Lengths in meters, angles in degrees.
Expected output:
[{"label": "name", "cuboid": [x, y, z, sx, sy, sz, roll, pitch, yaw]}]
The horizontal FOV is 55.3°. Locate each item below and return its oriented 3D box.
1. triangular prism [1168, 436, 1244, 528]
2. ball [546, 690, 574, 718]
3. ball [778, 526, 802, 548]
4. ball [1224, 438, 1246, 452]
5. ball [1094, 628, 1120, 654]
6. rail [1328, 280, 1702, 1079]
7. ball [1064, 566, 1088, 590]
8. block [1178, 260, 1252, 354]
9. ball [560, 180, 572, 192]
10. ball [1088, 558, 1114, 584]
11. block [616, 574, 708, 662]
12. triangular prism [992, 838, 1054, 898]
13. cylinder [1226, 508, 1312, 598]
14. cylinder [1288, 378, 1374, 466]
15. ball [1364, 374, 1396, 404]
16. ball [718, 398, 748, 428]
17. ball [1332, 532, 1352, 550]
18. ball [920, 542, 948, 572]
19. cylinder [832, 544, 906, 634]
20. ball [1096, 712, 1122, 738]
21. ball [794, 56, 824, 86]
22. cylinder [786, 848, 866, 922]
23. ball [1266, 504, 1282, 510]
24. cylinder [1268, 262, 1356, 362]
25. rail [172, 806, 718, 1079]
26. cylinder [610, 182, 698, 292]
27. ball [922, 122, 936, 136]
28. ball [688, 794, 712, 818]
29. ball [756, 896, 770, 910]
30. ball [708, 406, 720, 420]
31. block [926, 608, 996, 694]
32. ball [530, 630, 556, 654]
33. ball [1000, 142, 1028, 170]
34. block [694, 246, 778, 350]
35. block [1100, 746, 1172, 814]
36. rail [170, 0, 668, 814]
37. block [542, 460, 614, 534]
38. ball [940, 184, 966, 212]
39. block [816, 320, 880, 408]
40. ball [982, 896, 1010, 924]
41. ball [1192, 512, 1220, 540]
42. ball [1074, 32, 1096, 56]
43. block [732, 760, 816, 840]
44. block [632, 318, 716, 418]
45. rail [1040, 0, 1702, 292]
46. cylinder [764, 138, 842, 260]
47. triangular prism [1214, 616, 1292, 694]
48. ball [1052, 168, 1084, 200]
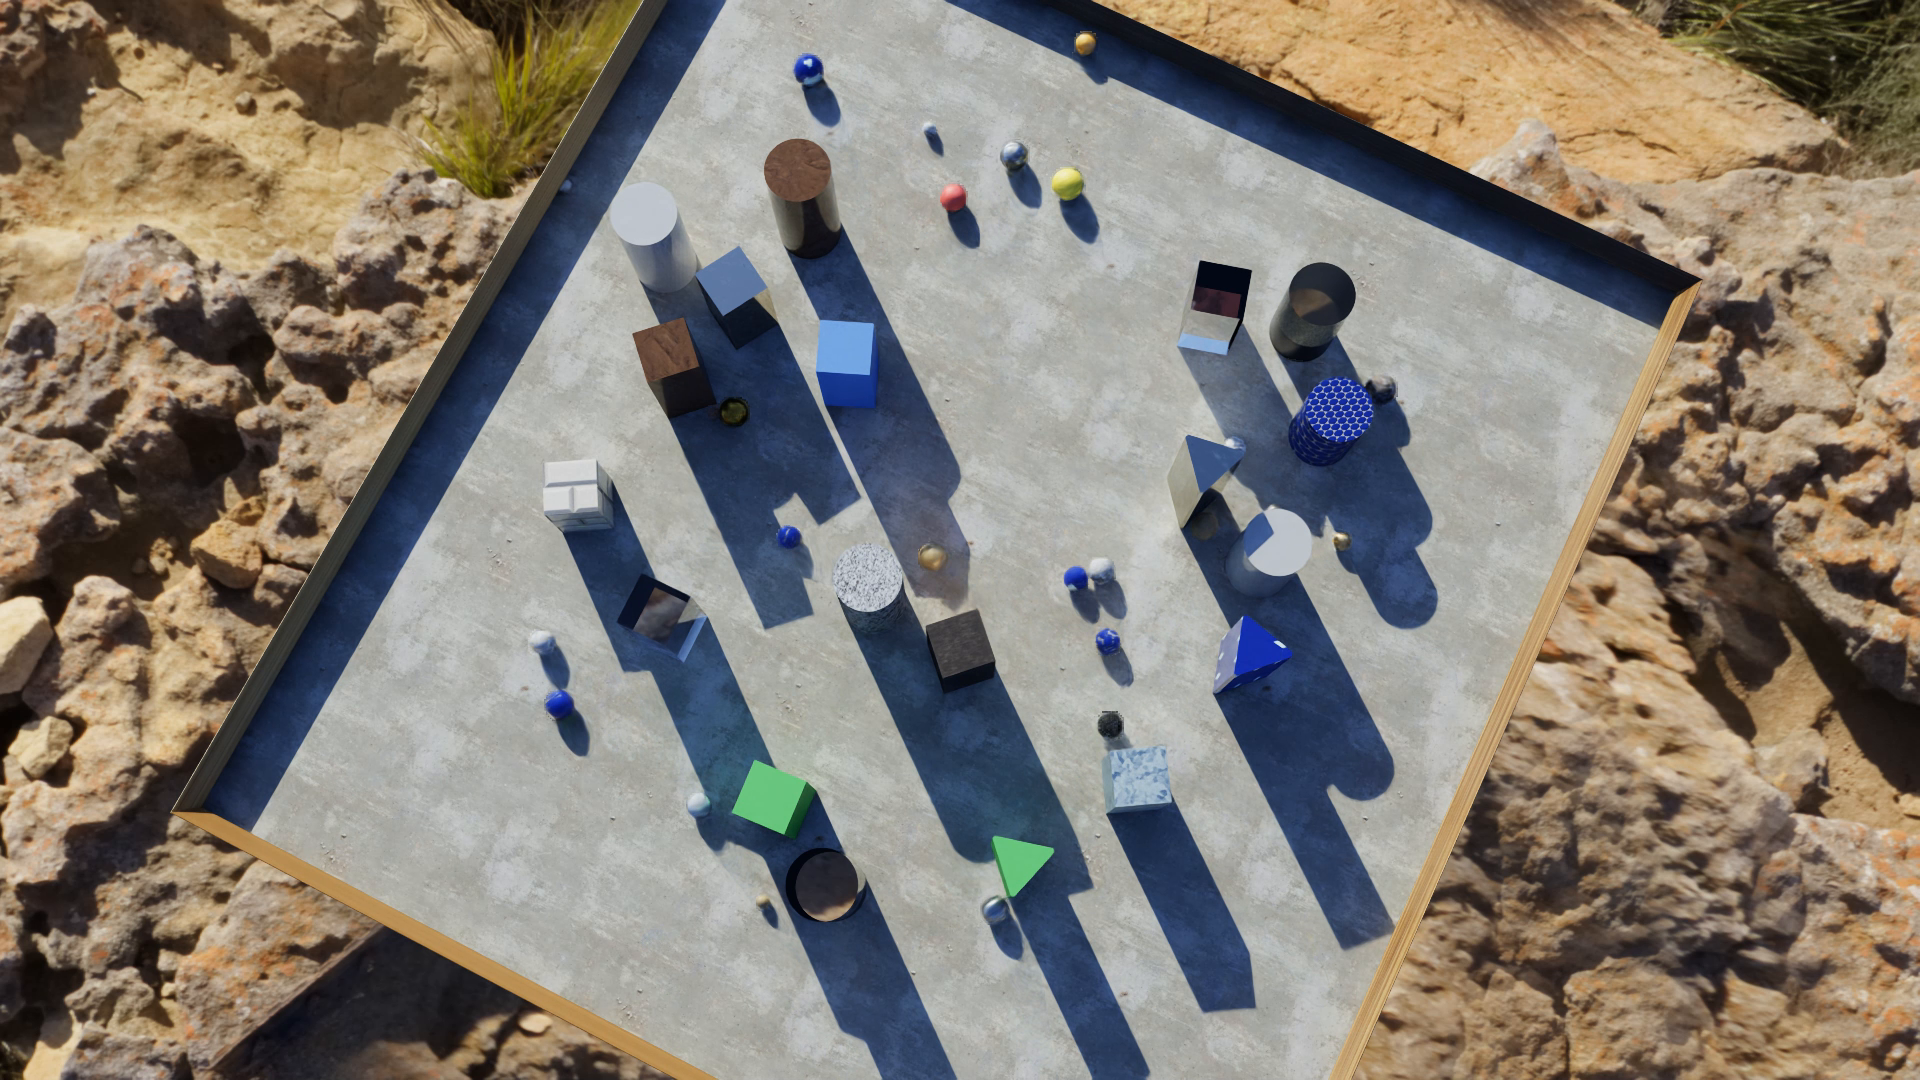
[{"label": "triangular prism", "cuboid": [0.691, -0.193, 5.409, 0.171, 0.484, 0.148, -42, 81, -8]}, {"label": "ball", "cuboid": [-1.194, 0.492, 5.472, 0.083, 0.083, 0.083, 0, 78, 0]}, {"label": "ball", "cuboid": [-0.518, -0.009, 5.583, 0.069, 0.069, 0.069, 0, 78, 0]}, {"label": "ball", "cuboid": [0.846, -0.283, 5.641, 0.067, 0.067, 0.067, 0, 78, 0]}, {"label": "ball", "cuboid": [0.444, 0.305, 5.514, 0.077, 0.077, 0.077, 0, 78, 0]}, {"label": "rail", "cuboid": [1.488, 0.735, 5.398, 0.045, 0.128, 3.509, 26, 80, 5]}, {"label": "ball", "cuboid": [0.350, 0.117, 5.555, 0.073, 0.073, 0.073, 0, 78, 0]}, {"label": "block", "cuboid": [0.773, -0.704, 5.586, 0.158, 0.346, 0.158, 11, 79, 2]}, {"label": "ball", "cuboid": [-1.256, -1.126, 5.829, 0.041, 0.041, 0.041, 0, 78, 0]}, {"label": "ball", "cuboid": [0.427, 0.094, 5.557, 0.079, 0.079, 0.079, 0, 78, 0]}, {"label": "block", "cuboid": [-0.872, 0.232, 5.389, 0.158, 0.351, 0.158, 25, 79, 5]}, {"label": "triangular prism", "cuboid": [0.147, 0.907, 5.242, 0.148, 0.366, 0.171, 42, 81, 8]}, {"label": "cylinder", "cuboid": [0.910, 0.043, 5.422, 0.197, 0.363, 0.197, 0, 78, 0]}, {"label": "cylinder", "cuboid": [1.116, -0.354, 5.536, 0.197, 0.302, 0.197, 0, 78, 0]}, {"label": "ball", "cuboid": [1.300, -0.466, 5.664, 0.096, 0.096, 0.096, 0, 78, 0]}, {"label": "ball", "cuboid": [-0.697, -0.392, 5.651, 0.092, 0.092, 0.092, 0, 78, 0]}, {"label": "ball", "cuboid": [1.165, 0.003, 5.588, 0.055, 0.055, 0.055, 0, 78, 0]}, {"label": "ball", "cuboid": [-0.080, 0.052, 5.562, 0.086, 0.086, 0.086, 0, 78, 0]}, {"label": "cylinder", "cuboid": [-0.262, 0.147, 5.379, 0.197, 0.406, 0.197, 0, 78, 0]}, {"label": "ball", "cuboid": [0.446, 0.552, 5.463, 0.077, 0.077, 0.077, 0, 78, 0]}, {"label": "ball", "cuboid": [-0.485, -1.506, 5.879, 0.096, 0.096, 0.096, 0, 78, 0]}, {"label": "cylinder", "cuboid": [-0.373, 0.978, 5.176, 0.197, 0.466, 0.197, 0, 78, 0]}, {"label": "ball", "cuboid": [0.961, -0.080, 5.604, 0.058, 0.058, 0.058, 0, 78, 0]}, {"label": "cylinder", "cuboid": [1.069, -0.689, 5.577, 0.197, 0.357, 0.197, 0, 78, 0]}, {"label": "rail", "cuboid": [-0.774, 1.523, 5.235, 3.374, 0.128, 0.045, 26, 80, 5]}, {"label": "cylinder", "cuboid": [-0.930, -0.917, 5.594, 0.197, 0.417, 0.197, 0, 78, 0]}, {"label": "ball", "cuboid": [-0.097, -1.316, 5.866, 0.046, 0.046, 0.046, 0, 78, 0]}, {"label": "ball", "cuboid": [-0.770, 0.787, 5.417, 0.072, 0.072, 0.072, 0, 78, 0]}, {"label": "ball", "cuboid": [-0.575, 1.063, 5.376, 0.041, 0.041, 0.041, 0, 78, 0]}, {"label": "ball", "cuboid": [-0.762, -0.393, 5.676, 0.043, 0.043, 0.043, 0, 78, 0]}, {"label": "block", "cuboid": [0.002, 0.329, 5.360, 0.158, 0.369, 0.158, -18, 79, -4]}, {"label": "ball", "cuboid": [-1.254, 0.308, 5.514, 0.075, 0.075, 0.075, 0, 78, 0]}, {"label": "ball", "cuboid": [0.171, -1.222, 5.823, 0.091, 0.091, 0.091, 0, 78, 0]}, {"label": "block", "cuboid": [-0.679, -0.735, 5.598, 0.158, 0.334, 0.158, -34, 80, -7]}, {"label": "block", "cuboid": [0.506, 0.696, 5.299, 0.158, 0.340, 0.158, -5, 78, -1]}, {"label": "rail", "cuboid": [-1.488, -0.722, 5.699, 0.045, 0.128, 3.509, 26, 80, 5]}, {"label": "block", "cuboid": [-1.146, -0.130, 5.513, 0.158, 0.256, 0.158, -4, 78, -1]}, {"label": "ball", "cuboid": [-0.021, -1.080, 5.797, 0.084, 0.084, 0.084, 0, 78, 0]}, {"label": "block", "cuboid": [-0.337, -0.528, 5.543, 0.158, 0.358, 0.158, 4, 78, 1]}, {"label": "ball", "cuboid": [0.104, 1.079, 5.352, 0.080, 0.080, 0.080, 0, 78, 0]}, {"label": "ball", "cuboid": [0.747, -0.044, 5.583, 0.083, 0.083, 0.083, 0, 78, 0]}, {"label": "ball", "cuboid": [0.406, -1.600, 5.912, 0.069, 0.069, 0.069, 0, 78, 0]}, {"label": "block", "cuboid": [-0.531, 0.752, 5.277, 0.158, 0.361, 0.158, 22, 79, 4]}, {"label": "block", "cuboid": [-0.856, -0.513, 5.522, 0.158, 0.393, 0.158, -18, 79, -4]}, {"label": "rail", "cuboid": [0.774, -1.509, 5.862, 3.374, 0.128, 0.045, 26, 80, 5]}, {"label": "cylinder", "cuboid": [-0.475, -1.034, 5.588, 0.197, 0.474, 0.197, 0, 78, 0]}, {"label": "triangular prism", "cuboid": [0.820, 0.323, 5.322, 0.171, 0.446, 0.148, -19, 79, -4]}, {"label": "ball", "cuboid": [0.341, -1.125, 5.799, 0.099, 0.099, 0.099, 0, 78, 0]}]
